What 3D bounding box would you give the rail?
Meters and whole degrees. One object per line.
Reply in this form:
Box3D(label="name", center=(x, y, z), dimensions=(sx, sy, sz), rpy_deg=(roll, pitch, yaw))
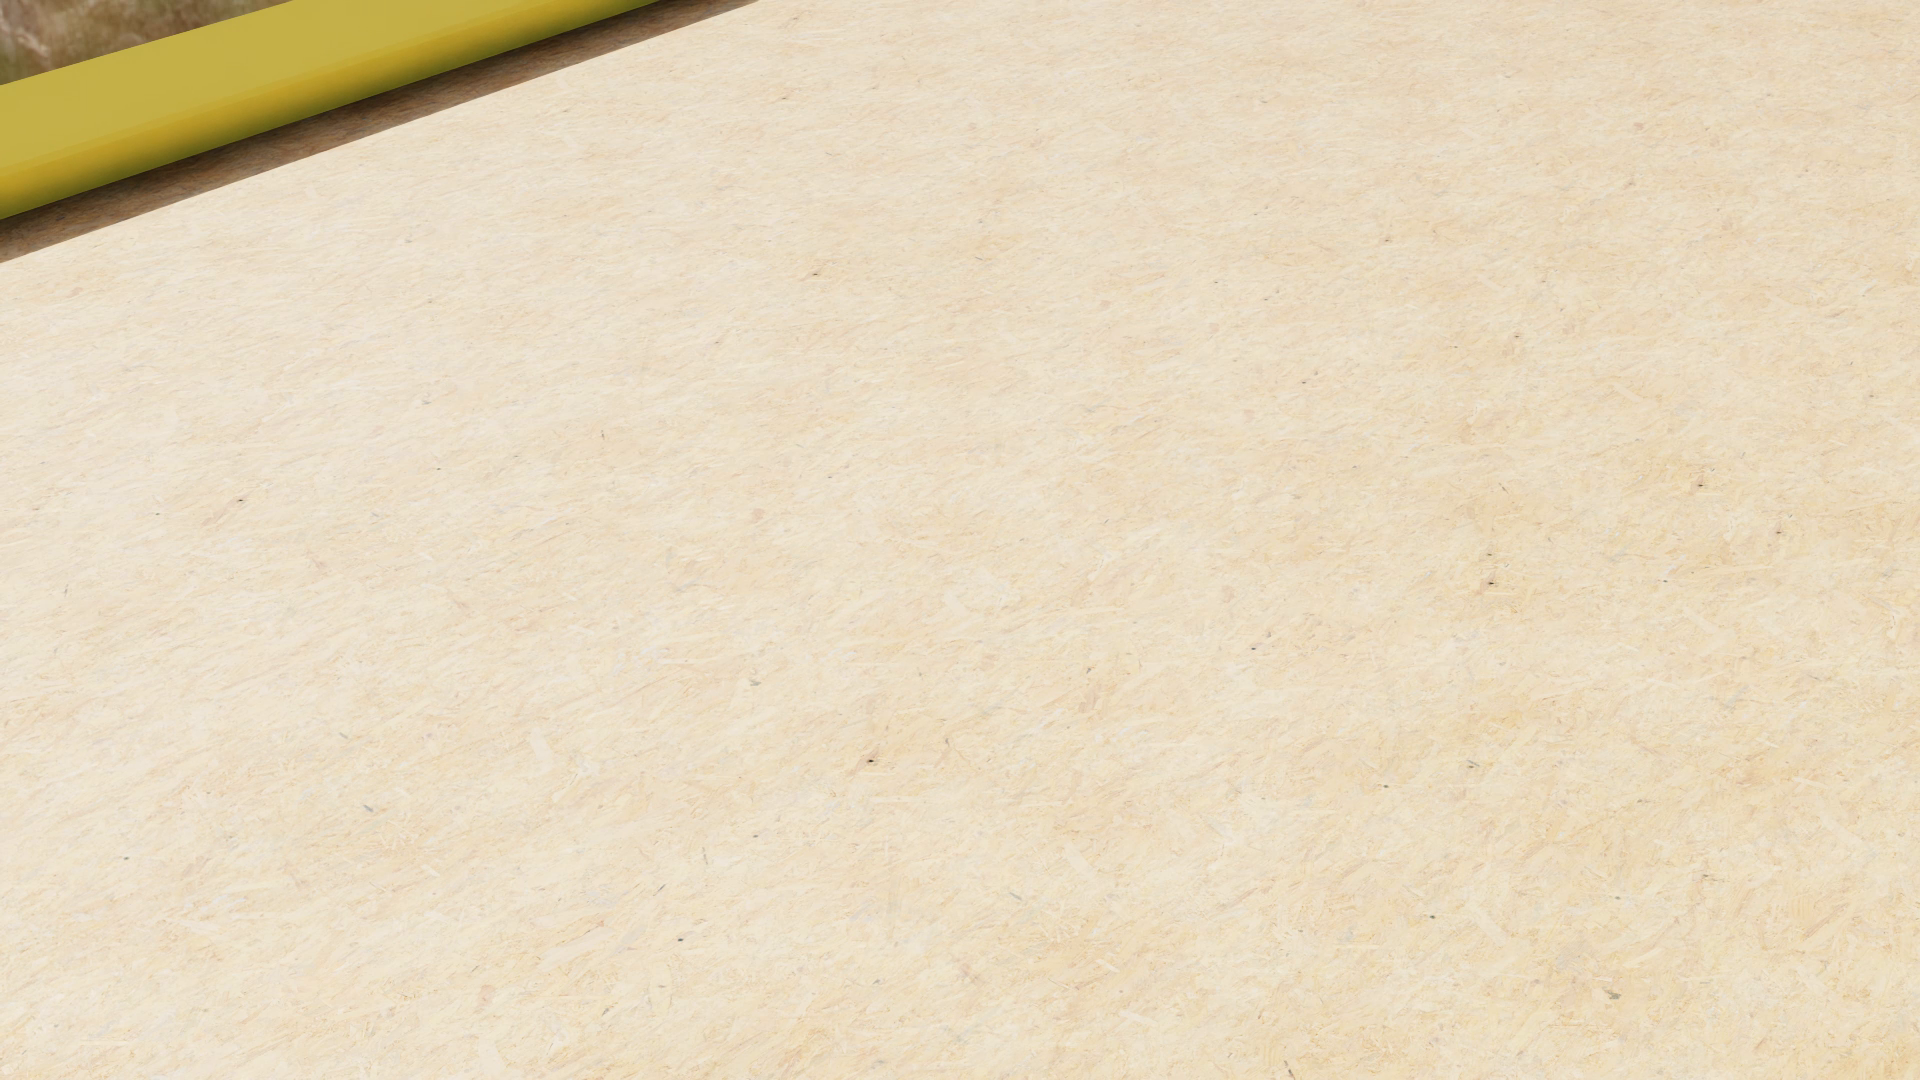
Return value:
Box3D(label="rail", center=(-0.344, -0.592, 3.031), dimensions=(0.045, 0.110, 3.643), rpy_deg=(16, 30, 31))
